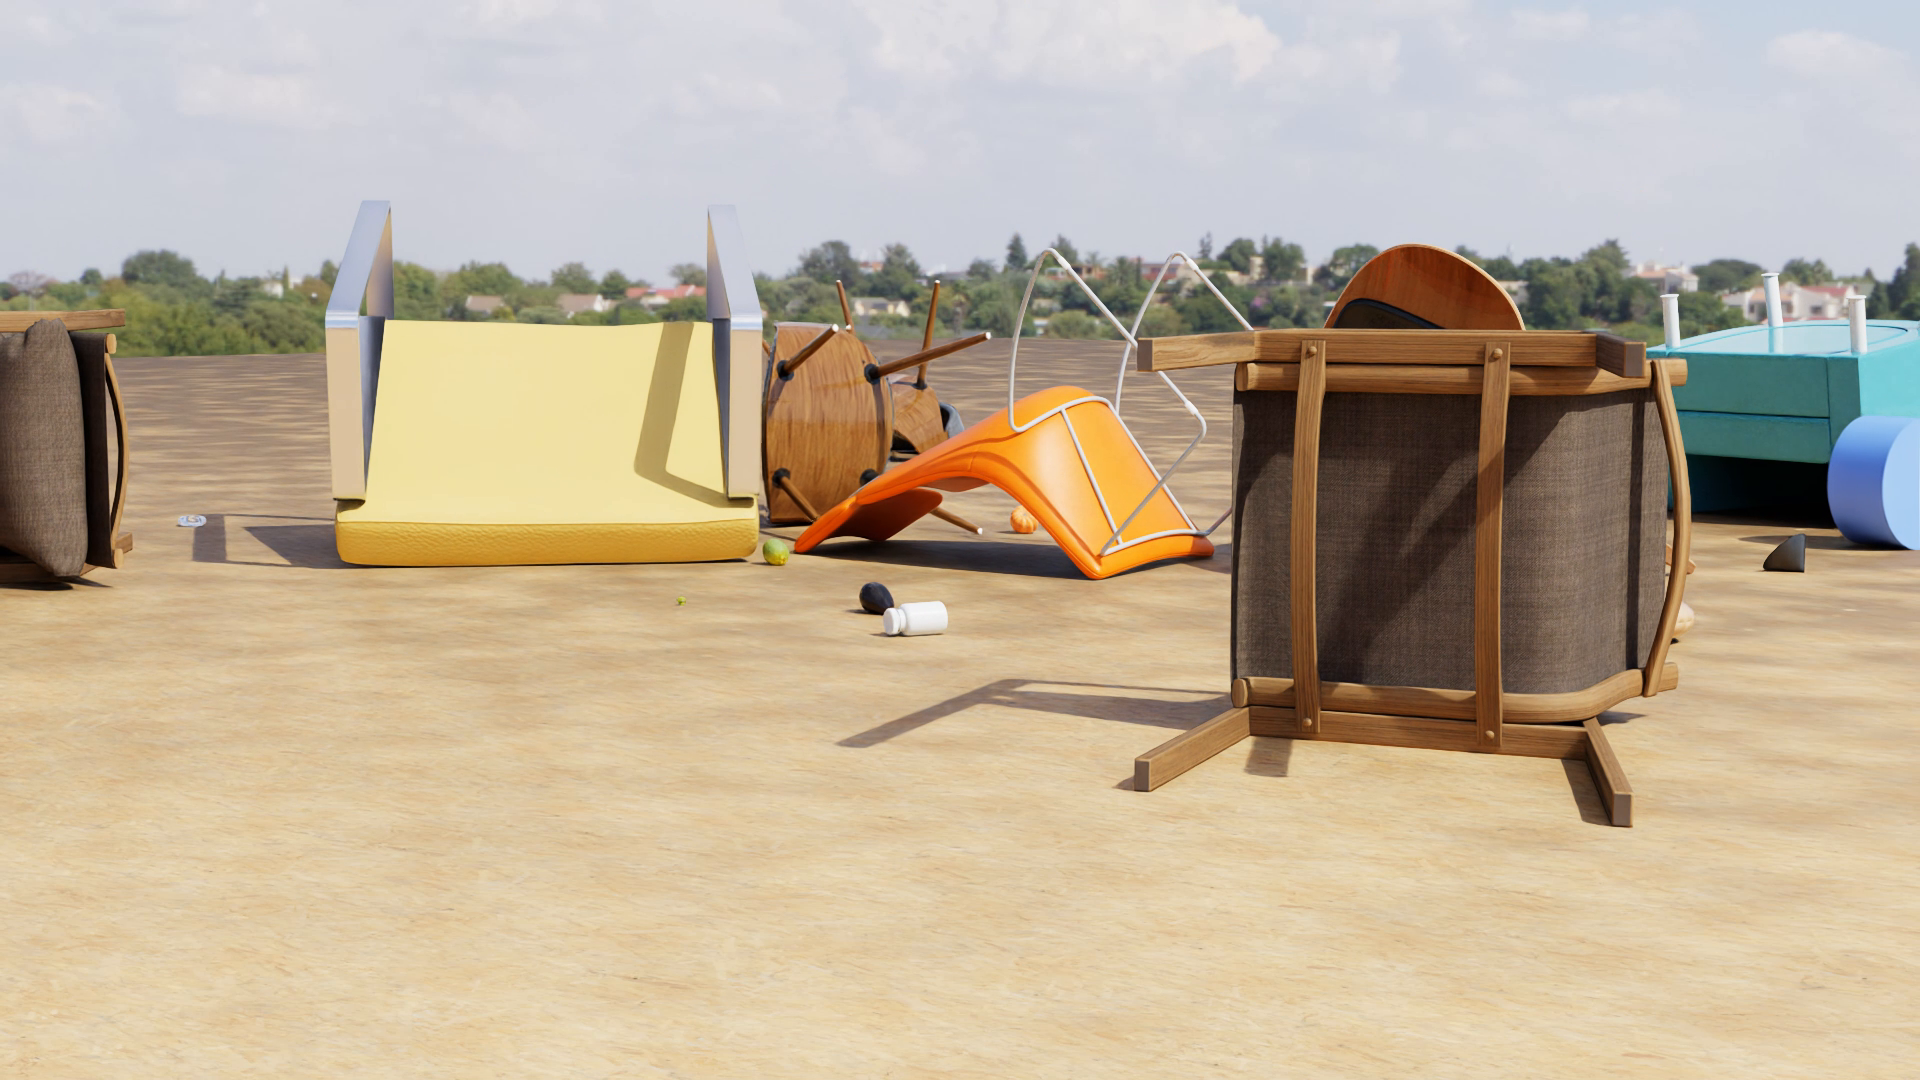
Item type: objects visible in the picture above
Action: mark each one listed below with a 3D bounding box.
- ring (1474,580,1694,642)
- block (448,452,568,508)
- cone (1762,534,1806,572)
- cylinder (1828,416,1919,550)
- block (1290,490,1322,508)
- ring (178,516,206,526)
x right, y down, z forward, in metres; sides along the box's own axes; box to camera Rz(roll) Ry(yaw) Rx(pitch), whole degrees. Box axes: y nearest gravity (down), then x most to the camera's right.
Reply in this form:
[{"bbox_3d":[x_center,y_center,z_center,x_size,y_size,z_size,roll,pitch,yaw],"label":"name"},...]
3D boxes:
[{"bbox_3d":[1.149,0.130,4.749,0.270,0.083,0.465,-6,8,-38],"label":"ring"},{"bbox_3d":[-1.302,-0.174,7.402,0.326,0.144,0.223,-1,6,-6],"label":"block"},{"bbox_3d":[1.861,0.049,5.722,0.119,0.067,0.107,-35,-31,-2],"label":"cone"},{"bbox_3d":[2.270,-0.141,6.236,0.298,0.318,0.157,-10,11,-33],"label":"cylinder"},{"bbox_3d":[0.988,-0.117,7.326,0.066,0.045,0.105,2,6,23],"label":"block"},{"bbox_3d":[-2.030,-0.050,6.784,0.071,0.024,0.096,0,6,-6],"label":"ring"}]
